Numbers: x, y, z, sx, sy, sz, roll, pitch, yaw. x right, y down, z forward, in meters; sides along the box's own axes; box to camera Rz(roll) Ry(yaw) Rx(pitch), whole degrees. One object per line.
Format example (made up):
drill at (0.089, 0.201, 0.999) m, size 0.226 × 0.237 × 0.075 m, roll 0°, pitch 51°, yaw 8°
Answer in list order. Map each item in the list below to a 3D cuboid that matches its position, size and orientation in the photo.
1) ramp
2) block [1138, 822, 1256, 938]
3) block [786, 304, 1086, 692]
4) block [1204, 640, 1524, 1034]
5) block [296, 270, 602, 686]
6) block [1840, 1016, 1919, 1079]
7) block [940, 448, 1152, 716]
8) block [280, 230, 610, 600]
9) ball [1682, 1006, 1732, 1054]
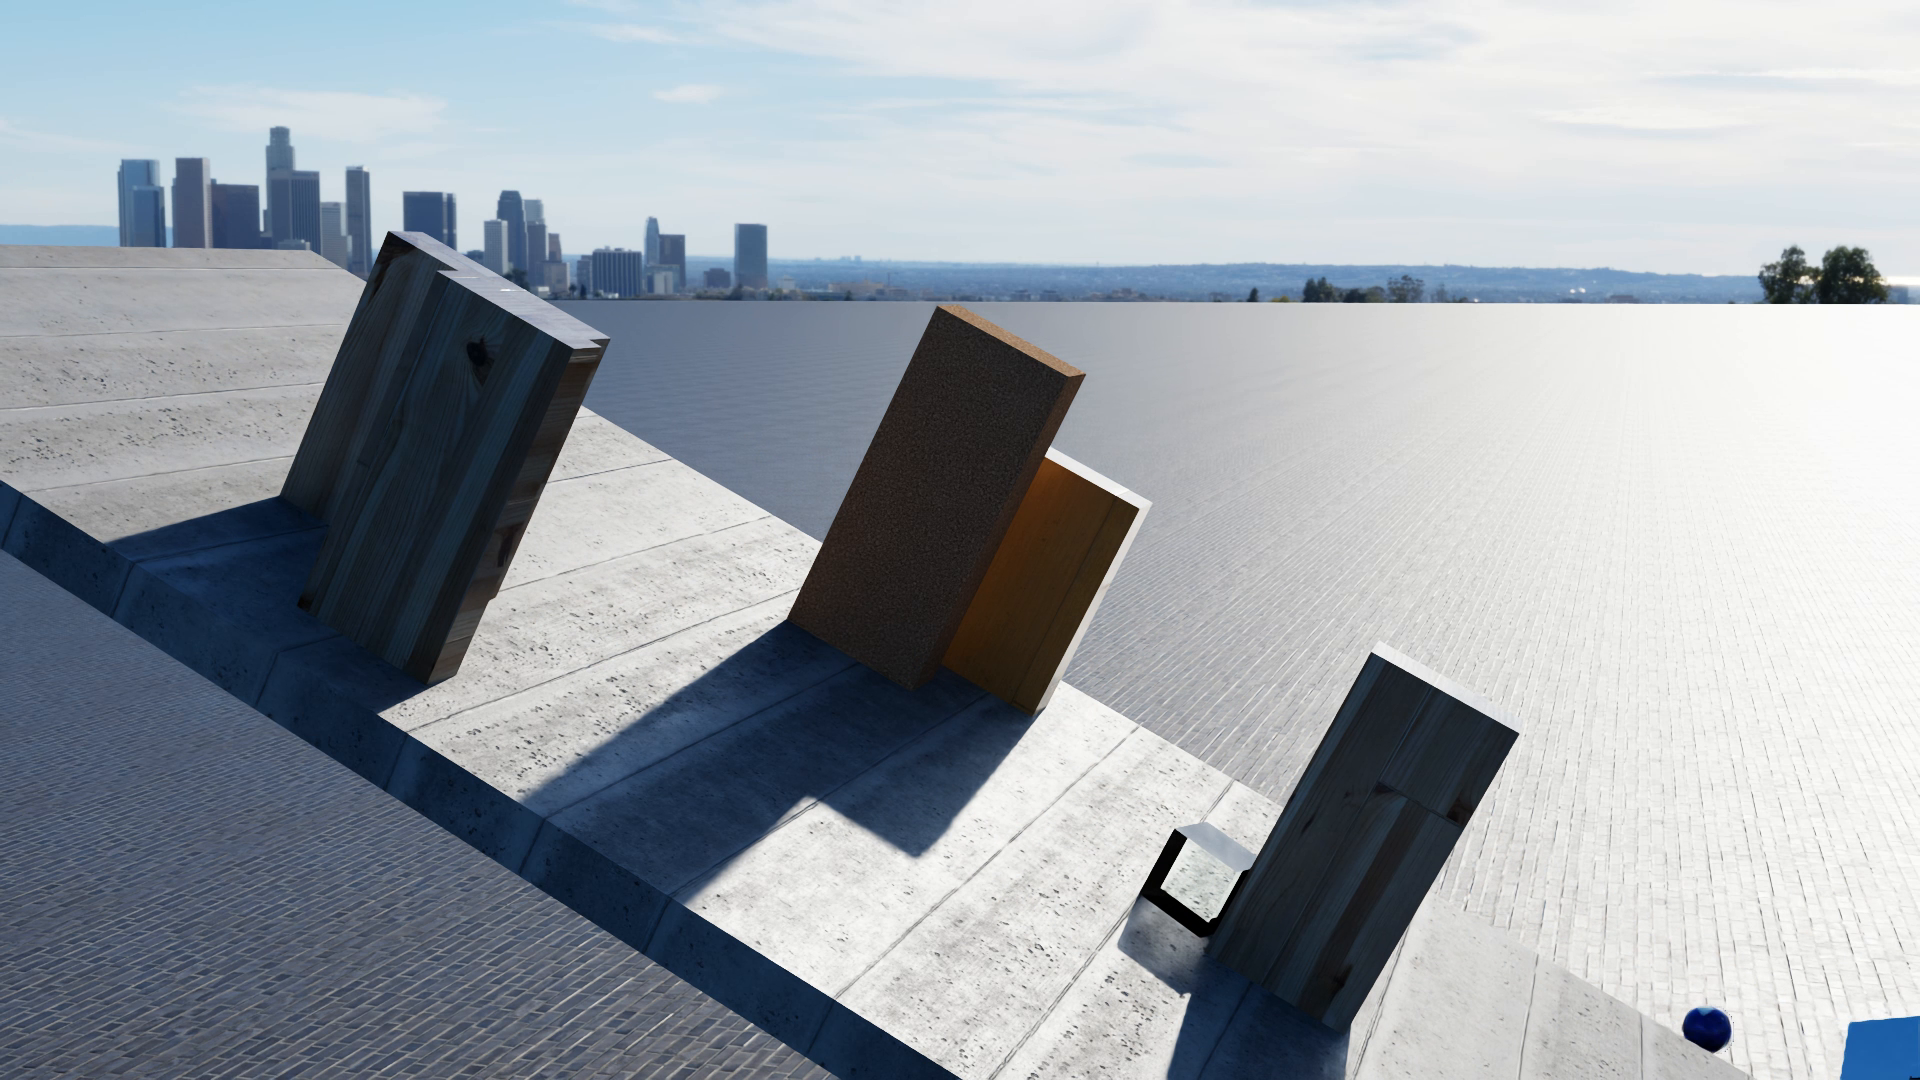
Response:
ramp at (-0.235, 0.394, 4.155) m, size 4.000 × 0.100 × 2.000 m, roll 29°, pitch 14°, yaw 12°
block at (0.449, 0.624, 4.050) m, size 0.143 × 0.143 × 0.143 m, roll 34°, pitch 16°, yaw 27°
block at (-0.052, -0.087, 4.510) m, size 0.305 × 0.726 × 0.147 m, roll 29°, pitch 14°, yaw 12°
block at (0.707, 0.524, 3.872) m, size 0.282 × 0.625 × 0.119 m, roll 29°, pitch 14°, yaw 12°
block at (-0.806, -0.097, 3.453) m, size 0.258 × 0.594 × 0.092 m, roll 29°, pitch 14°, yaw 12°
block at (1.989, 1.143, 4.620) m, size 0.194 × 0.194 × 0.194 m, roll -15°, pitch 22°, yaw 35°
block at (0.153, 0.076, 4.738) m, size 0.306 × 0.511 × 0.124 m, roll 29°, pitch 14°, yaw 12°
block at (-0.906, -0.214, 3.854) m, size 0.406 × 0.520 × 0.113 m, roll 29°, pitch 14°, yaw 12°
ball at (1.778, 1.165, 5.234) m, size 0.113 × 0.113 × 0.113 m, roll 0°, pitch 7°, yaw 0°
